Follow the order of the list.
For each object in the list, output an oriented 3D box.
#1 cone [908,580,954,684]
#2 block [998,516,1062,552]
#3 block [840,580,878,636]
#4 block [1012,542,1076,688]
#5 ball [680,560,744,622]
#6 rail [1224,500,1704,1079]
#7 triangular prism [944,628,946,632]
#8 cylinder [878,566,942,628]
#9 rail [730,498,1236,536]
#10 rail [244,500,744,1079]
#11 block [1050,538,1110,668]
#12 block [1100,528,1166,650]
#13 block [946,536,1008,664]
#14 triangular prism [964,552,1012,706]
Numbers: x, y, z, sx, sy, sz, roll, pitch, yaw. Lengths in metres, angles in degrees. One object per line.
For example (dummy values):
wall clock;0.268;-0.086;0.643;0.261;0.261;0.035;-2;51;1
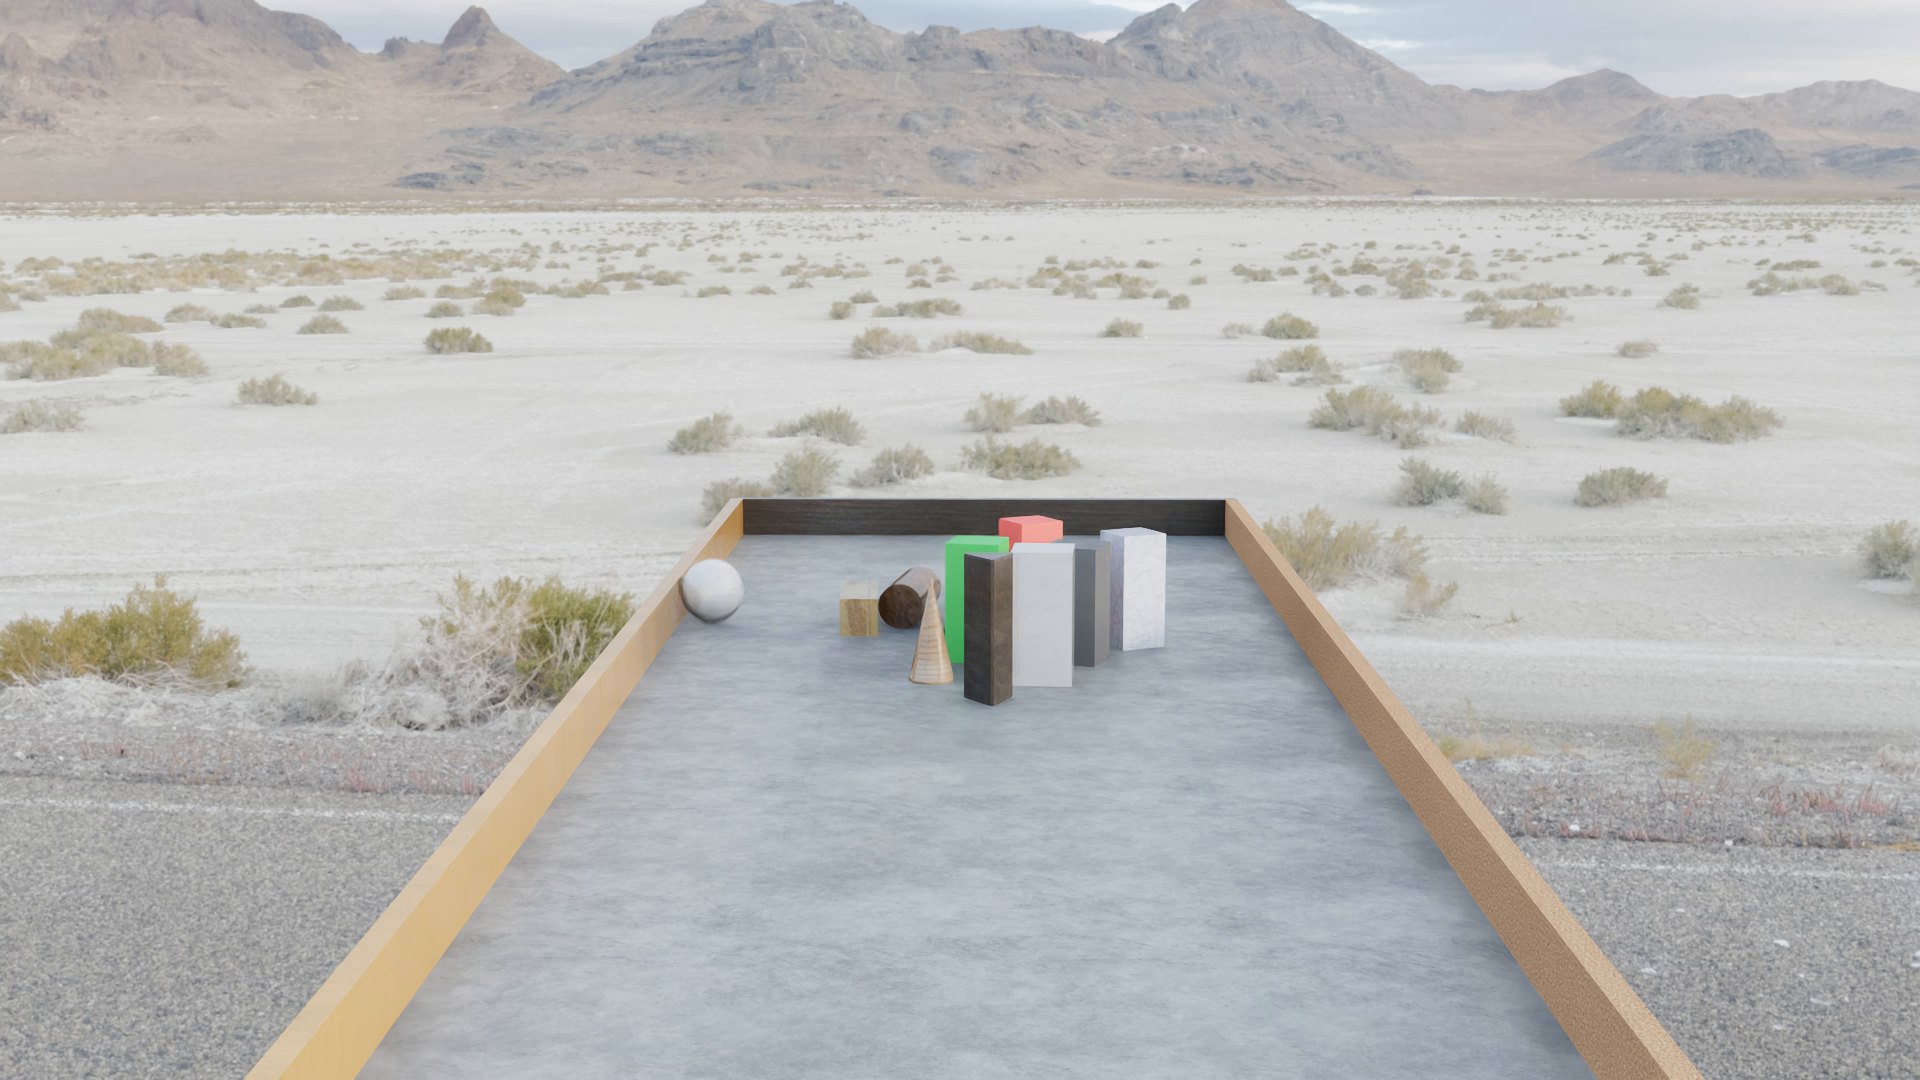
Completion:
cone;-0.083;0.258;6.405;0.134;0.305;0.134;0;9;0
block;0.222;0.129;6.950;0.146;0.390;0.146;-5;10;-28
block;-0.329;0.223;7.212;0.122;0.122;0.337;0;9;-2
block;0.241;0.216;6.401;0.177;0.390;0.177;1;9;5
ball;-0.821;0.168;7.283;0.209;0.209;0.209;0;9;0
rail;1.046;0.843;3.208;0.050;0.150;12.000;0;9;1
triangular prism;0.113;0.222;7.257;0.121;0.105;0.444;6;11;31
cylinder;-0.166;0.190;7.343;0.147;0.147;0.353;2;9;10
rail;0.099;-0.098;9.147;2.100;0.150;0.050;0;9;1
rail;-1.004;0.839;3.234;0.050;0.150;12.000;0;9;1
block;0.352;0.189;6.676;0.167;0.357;0.167;3;10;19
block;0.541;0.152;6.906;0.150;0.358;0.150;-4;10;-26
block;0.053;0.181;6.703;0.163;0.365;0.163;2;9;12
triangular prism;0.099;0.244;6.156;0.117;0.412;0.135;-6;11;-35
